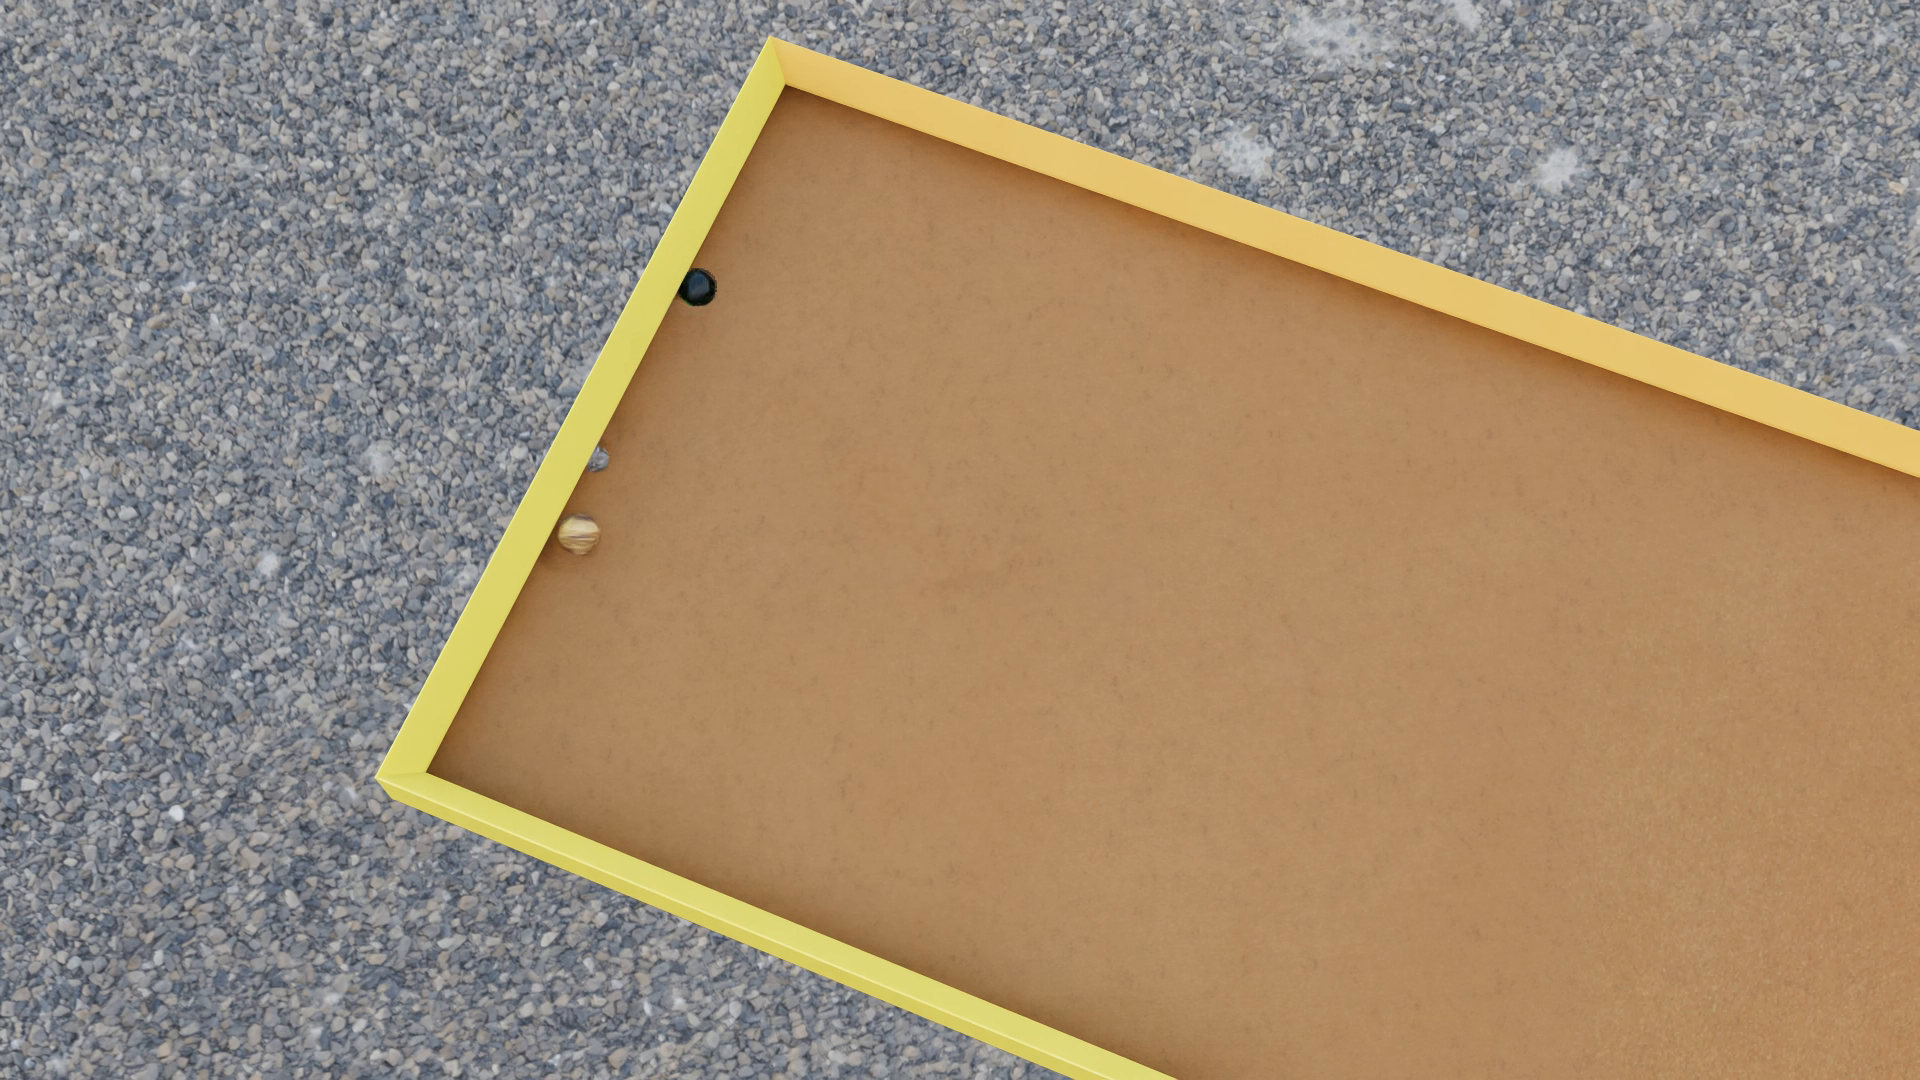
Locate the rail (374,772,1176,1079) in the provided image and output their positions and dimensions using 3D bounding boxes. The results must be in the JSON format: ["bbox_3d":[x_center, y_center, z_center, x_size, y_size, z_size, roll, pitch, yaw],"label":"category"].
[{"bbox_3d":[0.338,0.808,3.146,2.597,0.112,0.045,21,69,8],"label":"rail"}]

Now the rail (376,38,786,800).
[{"bbox_3d":[-0.579,-0.229,3.587,0.045,0.112,1.439,21,69,8],"label":"rail"}]

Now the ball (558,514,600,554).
[{"bbox_3d":[-0.611,-0.009,3.520,0.065,0.065,0.065,0,67,0],"label":"ball"}]

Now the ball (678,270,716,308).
[{"bbox_3d":[-0.441,-0.423,3.697,0.062,0.062,0.062,0,67,0],"label":"ball"}]

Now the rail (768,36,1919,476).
[{"bbox_3d":[0.864,-0.379,3.650,2.597,0.112,0.045,21,69,8],"label":"rail"}]

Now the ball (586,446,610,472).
[{"bbox_3d":[-0.592,-0.132,3.585,0.041,0.041,0.041,0,67,0],"label":"ball"}]
